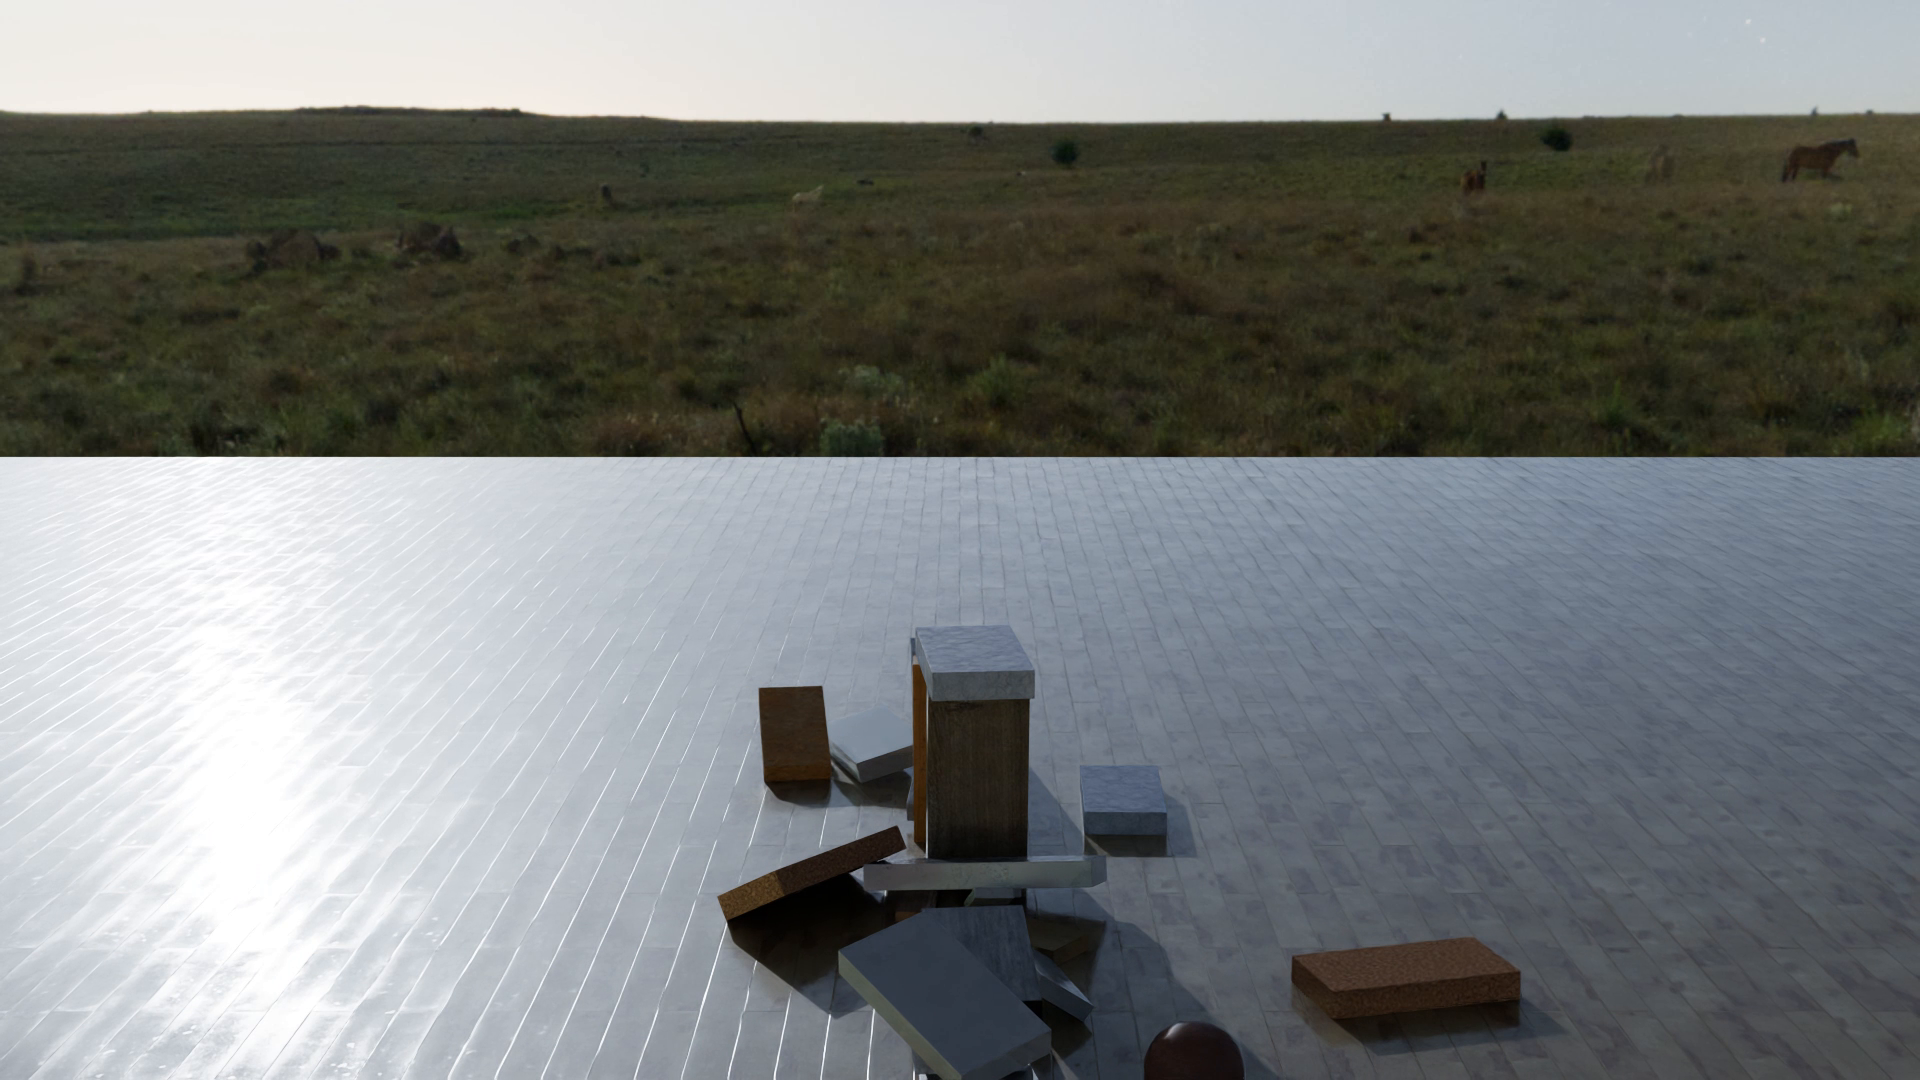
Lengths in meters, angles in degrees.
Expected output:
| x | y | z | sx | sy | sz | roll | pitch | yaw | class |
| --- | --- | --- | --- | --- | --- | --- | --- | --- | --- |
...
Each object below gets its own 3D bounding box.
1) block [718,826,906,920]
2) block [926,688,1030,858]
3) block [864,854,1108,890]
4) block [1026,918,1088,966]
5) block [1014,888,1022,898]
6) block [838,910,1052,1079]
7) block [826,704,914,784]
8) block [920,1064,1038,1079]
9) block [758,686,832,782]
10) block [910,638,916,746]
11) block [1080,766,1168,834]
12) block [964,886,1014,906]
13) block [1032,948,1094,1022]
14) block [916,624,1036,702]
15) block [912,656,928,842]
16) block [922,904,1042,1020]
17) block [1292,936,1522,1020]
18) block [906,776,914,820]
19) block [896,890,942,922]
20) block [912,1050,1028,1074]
| x | y | z | sx | sy | sz | roll | pitch | yaw | class |
| --- | --- | --- | --- | --- | --- | --- | --- | --- | --- |
| -0.241 | 0.545 | 3.612 | 0.148 | 0.042 | 0.297 | -29 | -10 | 39 | block |
| 0.029 | 0.413 | 3.694 | 0.168 | 0.337 | 0.048 | -1 | 17 | -4 | block |
| 0.043 | 0.544 | 3.599 | 0.375 | 0.042 | 0.149 | -3 | -5 | 13 | block |
| 0.094 | 0.620 | 3.434 | 0.192 | 0.027 | 0.096 | 8 | 13 | 36 | block |
| 0.070 | 0.574 | 3.610 | 0.062 | 0.017 | 0.123 | -2 | -5 | 2 | block |
| -0.022 | 0.594 | 2.838 | 0.139 | 0.040 | 0.279 | -20 | 36 | -30 | block |
| -0.176 | 0.409 | 4.430 | 0.149 | 0.042 | 0.298 | -17 | 14 | -16 | block |
| 0.031 | 0.708 | 2.797 | 0.139 | 0.040 | 0.279 | -1 | 1 | -7 | block |
| -0.333 | 0.386 | 4.410 | 0.131 | 0.037 | 0.262 | -1 | 32 | -7 | block |
| -0.012 | 0.306 | 4.011 | 0.149 | 0.298 | 0.042 | -4 | 34 | -4 | block |
| 0.303 | 0.485 | 4.120 | 0.149 | 0.042 | 0.298 | 0 | 11 | 2 | block |
| 0.045 | 0.576 | 3.518 | 0.062 | 0.017 | 0.123 | 2 | -21 | -8 | block |
| 0.119 | 0.635 | 3.214 | 0.096 | 0.027 | 0.192 | 34 | -1 | -19 | block |
| 0.021 | 0.207 | 3.742 | 0.168 | 0.048 | 0.337 | -1 | 11 | -6 | block |
| 0.002 | 0.372 | 3.912 | 0.168 | 0.337 | 0.048 | 0 | 16 | 0 | block |
| 0.026 | 0.583 | 3.009 | 0.145 | 0.041 | 0.290 | -1 | 16 | -3 | block |
| 0.658 | 0.646 | 3.252 | 0.297 | 0.042 | 0.149 | -3 | 10 | -14 | block |
| -0.018 | 0.443 | 4.119 | 0.131 | 0.037 | 0.262 | 1 | 25 | 6 | block |
| -0.068 | 0.595 | 3.594 | 0.062 | 0.017 | 0.123 | 1 | 11 | 5 | block |
| 0.008 | 0.667 | 2.954 | 0.145 | 0.041 | 0.290 | -1 | -3 | -2 | block |
